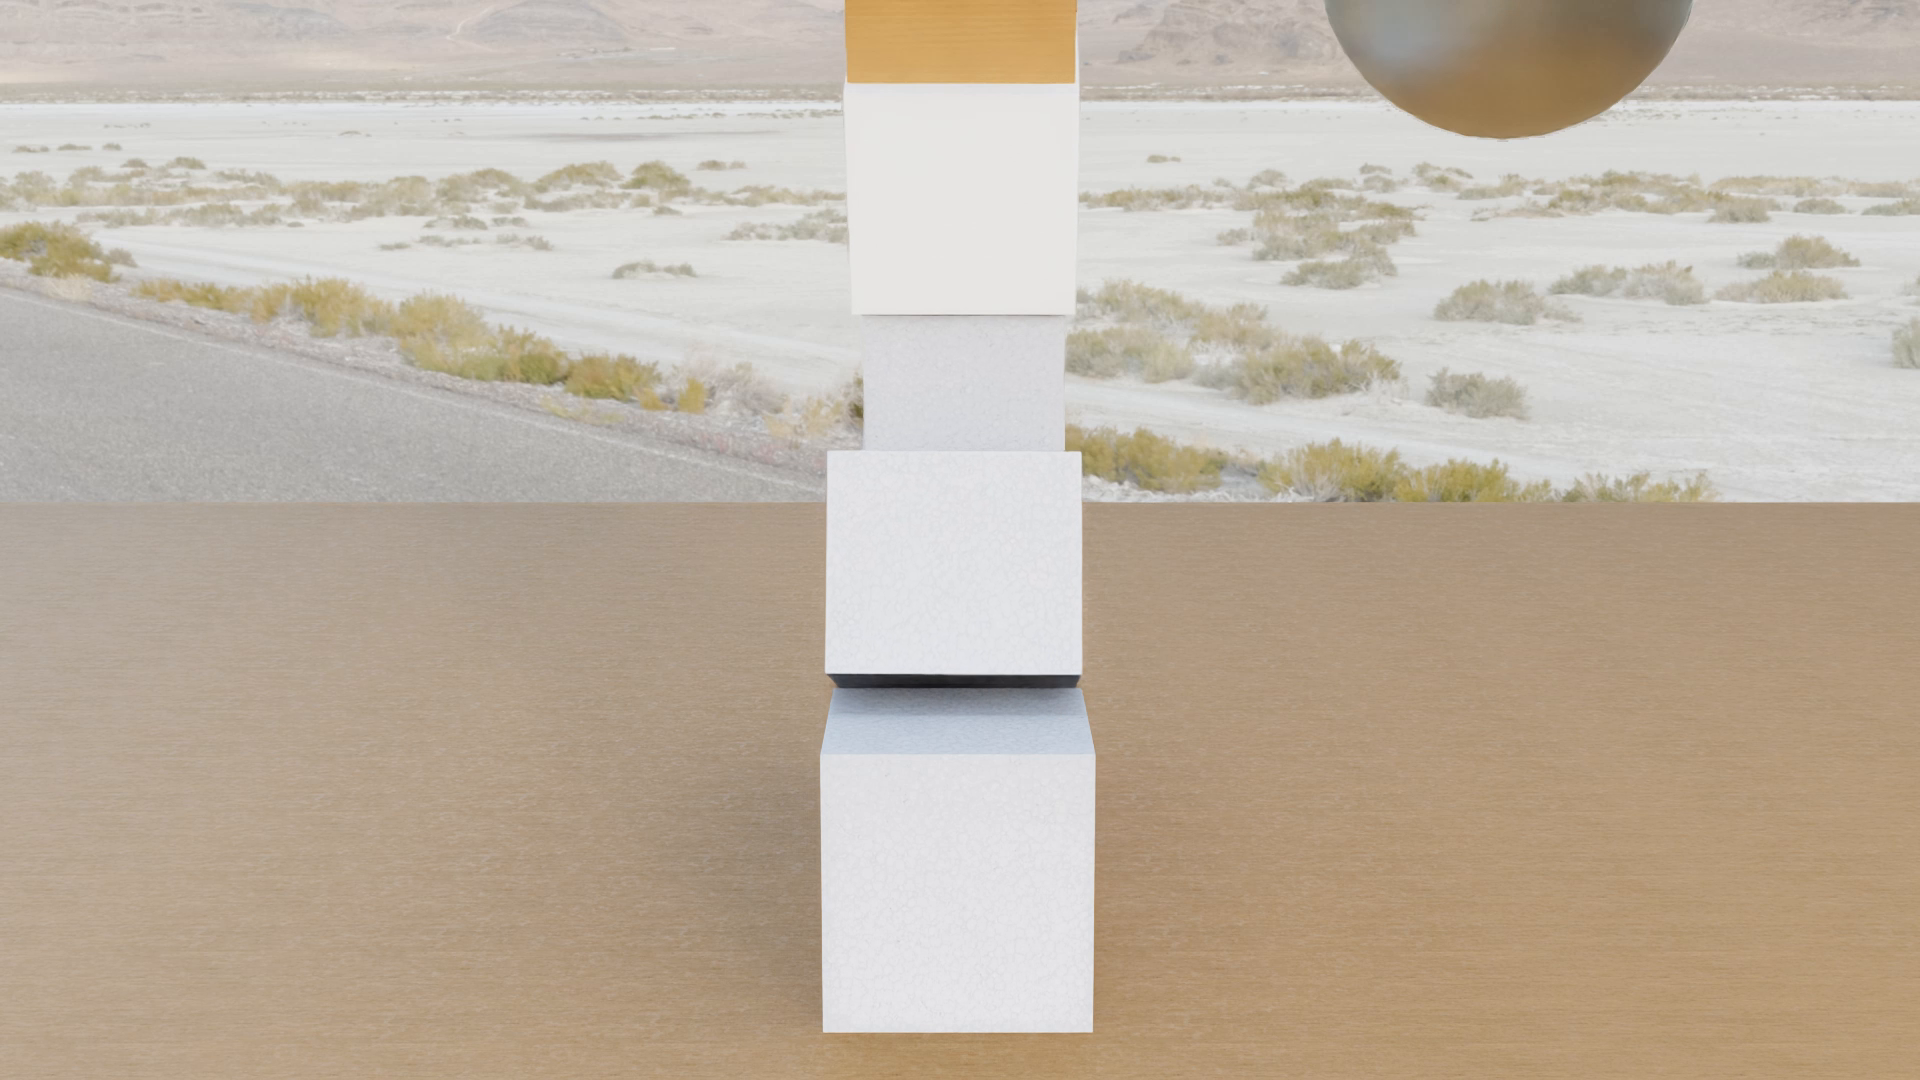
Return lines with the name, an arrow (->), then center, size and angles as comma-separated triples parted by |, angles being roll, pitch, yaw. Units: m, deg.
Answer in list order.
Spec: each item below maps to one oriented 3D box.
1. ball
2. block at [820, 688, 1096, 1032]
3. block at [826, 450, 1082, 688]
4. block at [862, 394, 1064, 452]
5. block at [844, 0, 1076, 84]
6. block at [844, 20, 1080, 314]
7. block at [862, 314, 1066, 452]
ball -> 2.295, -2.484, 10.729 | 1.600, 1.600, 1.600 | 0, 10, 0
block -> -0.009, 1.212, 9.927 | 1.000, 1.064, 1.028 | 0, 10, 0
block -> -0.016, 0.147, 10.432 | 0.987, 0.868, 1.036 | 0, -7, 1
block -> 0.023, -0.232, 12.217 | 0.918, 0.954, 0.999 | 0, 5, 1
block -> 0.010, -2.327, 9.922 | 0.875, 0.841, 0.792 | 0, 36, 1
block -> 0.020, -1.597, 10.464 | 0.901, 0.977, 0.986 | 0, 36, 1
block -> 0.022, -0.838, 11.032 | 0.831, 0.913, 0.828 | 0, 36, 1
